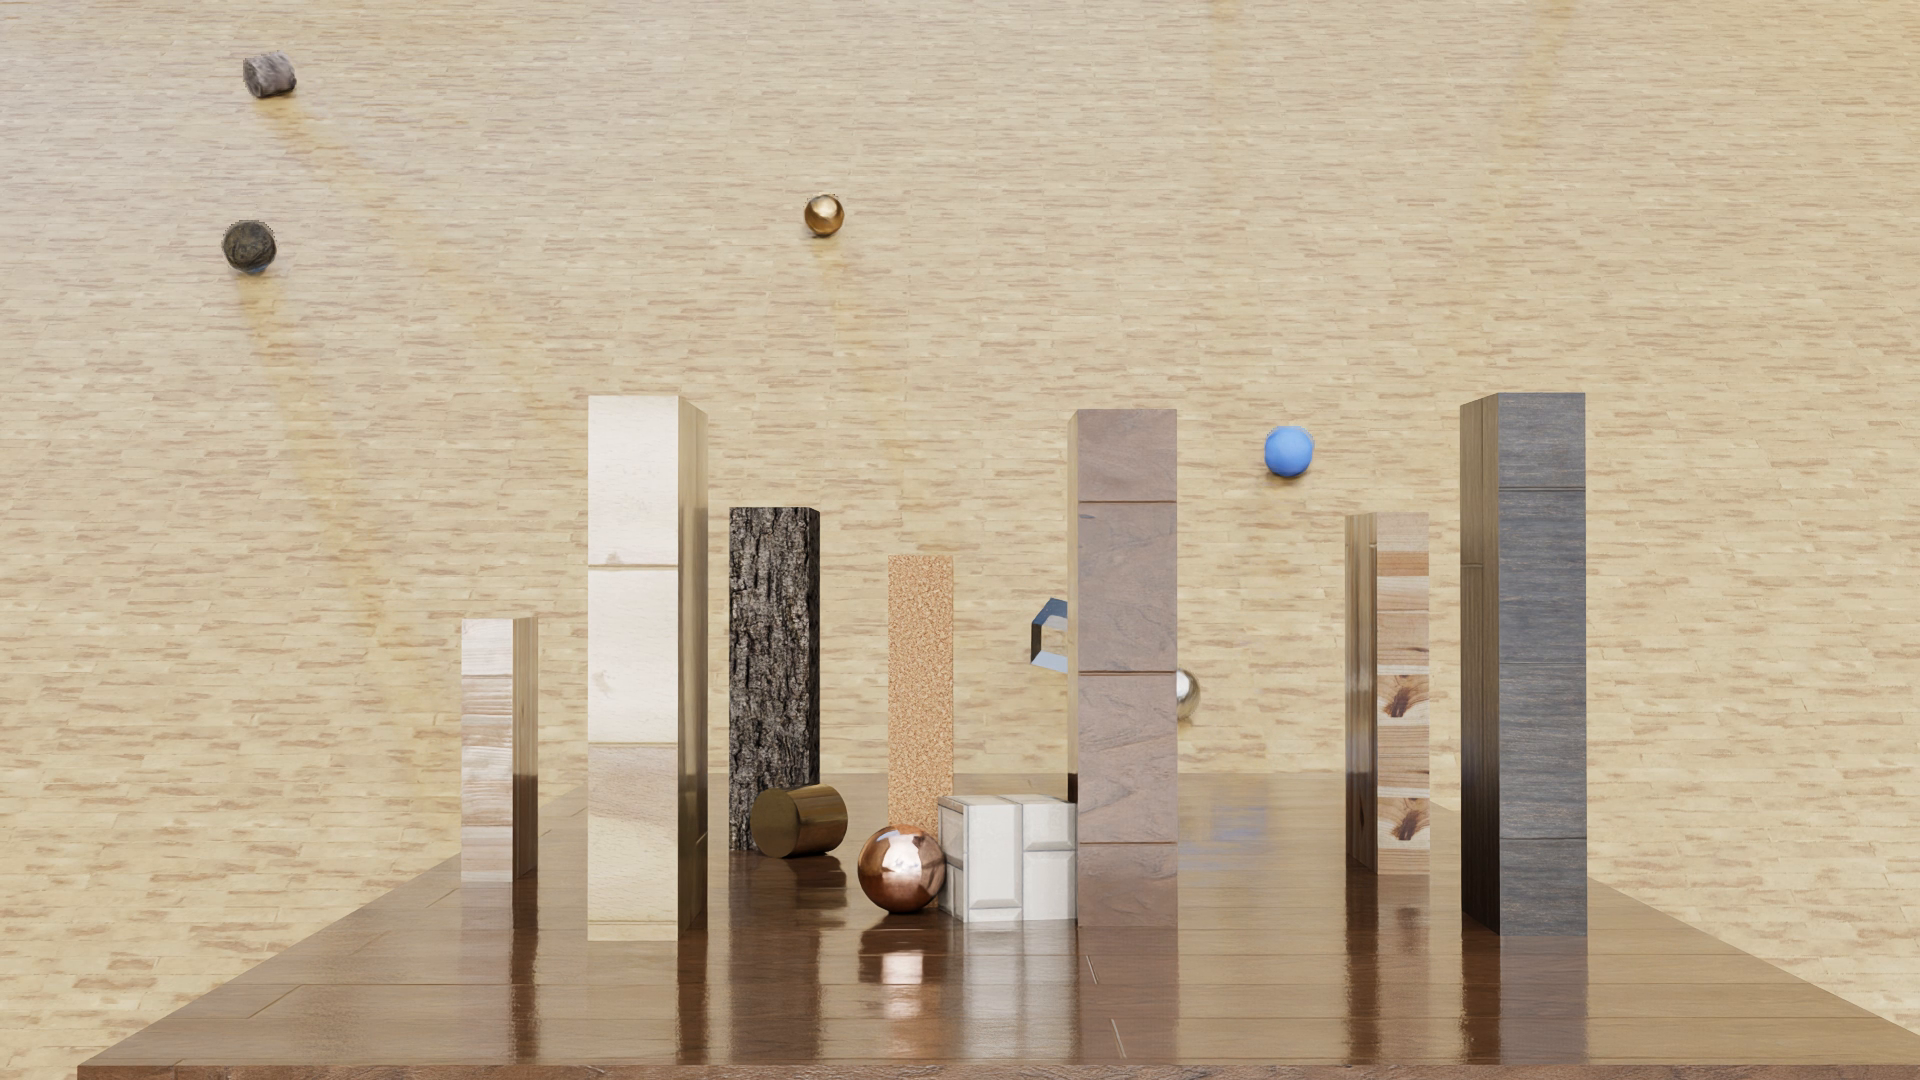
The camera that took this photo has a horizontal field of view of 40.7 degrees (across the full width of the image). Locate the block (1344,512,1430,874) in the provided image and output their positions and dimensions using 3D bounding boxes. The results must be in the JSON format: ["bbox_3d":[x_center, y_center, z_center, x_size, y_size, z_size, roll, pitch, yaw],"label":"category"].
[{"bbox_3d":[0.763,0.265,4.644,0.089,0.623,0.372,0,-1,0],"label":"block"}]

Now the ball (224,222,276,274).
[{"bbox_3d":[-2.563,-1.054,9.350,0.185,0.185,0.185,0,32,0],"label":"ball"}]

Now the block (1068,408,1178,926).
[{"bbox_3d":[0.246,0.189,3.985,0.146,0.759,0.364,0,-1,0],"label":"block"}]

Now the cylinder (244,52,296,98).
[{"bbox_3d":[-2.867,-1.930,10.767,0.156,0.156,0.156,-22,38,-30],"label":"cylinder"}]

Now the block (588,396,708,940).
[{"bbox_3d":[-0.461,0.183,3.876,0.127,0.768,0.439,0,-1,0],"label":"block"}]

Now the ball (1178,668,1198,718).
[{"bbox_3d":[0.577,0.416,7.047,0.145,0.145,0.145,0,32,0],"label":"ball"}]

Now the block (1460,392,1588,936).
[{"bbox_3d":[0.832,0.179,3.842,0.125,0.775,0.285,0,-1,0],"label":"block"}]

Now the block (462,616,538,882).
[{"bbox_3d":[-0.795,0.355,4.485,0.086,0.441,0.264,0,-1,0],"label":"block"}]

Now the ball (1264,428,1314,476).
[{"bbox_3d":[1.032,-0.276,8.138,0.155,0.155,0.155,0,32,0],"label":"ball"}]

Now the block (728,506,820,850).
[{"bbox_3d":[-0.358,0.262,5.048,0.150,0.642,0.384,0,-1,0],"label":"block"}]

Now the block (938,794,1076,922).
[{"bbox_3d":[0.069,0.482,3.948,0.172,0.172,0.172,0,-1,-13],"label":"block"}]

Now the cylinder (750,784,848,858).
[{"bbox_3d":[-0.296,0.516,4.764,0.127,0.127,0.127,28,17,37],"label":"cylinder"}]

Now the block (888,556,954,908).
[{"bbox_3d":[-0.061,0.298,4.173,0.100,0.545,0.306,0,-1,0],"label":"block"}]

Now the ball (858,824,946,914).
[{"bbox_3d":[-0.089,0.500,3.950,0.135,0.135,0.135,0,32,0],"label":"ball"}]

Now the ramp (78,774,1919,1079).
[{"bbox_3d":[0.071,0.628,4.723,2.000,0.100,4.000,0,-1,0],"label":"ramp"}]

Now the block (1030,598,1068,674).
[{"bbox_3d":[0.292,0.271,7.282,0.140,0.140,0.140,14,35,21],"label":"block"}]

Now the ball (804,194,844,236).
[{"bbox_3d":[-0.504,-1.206,9.624,0.150,0.150,0.150,0,32,0],"label":"ball"}]
